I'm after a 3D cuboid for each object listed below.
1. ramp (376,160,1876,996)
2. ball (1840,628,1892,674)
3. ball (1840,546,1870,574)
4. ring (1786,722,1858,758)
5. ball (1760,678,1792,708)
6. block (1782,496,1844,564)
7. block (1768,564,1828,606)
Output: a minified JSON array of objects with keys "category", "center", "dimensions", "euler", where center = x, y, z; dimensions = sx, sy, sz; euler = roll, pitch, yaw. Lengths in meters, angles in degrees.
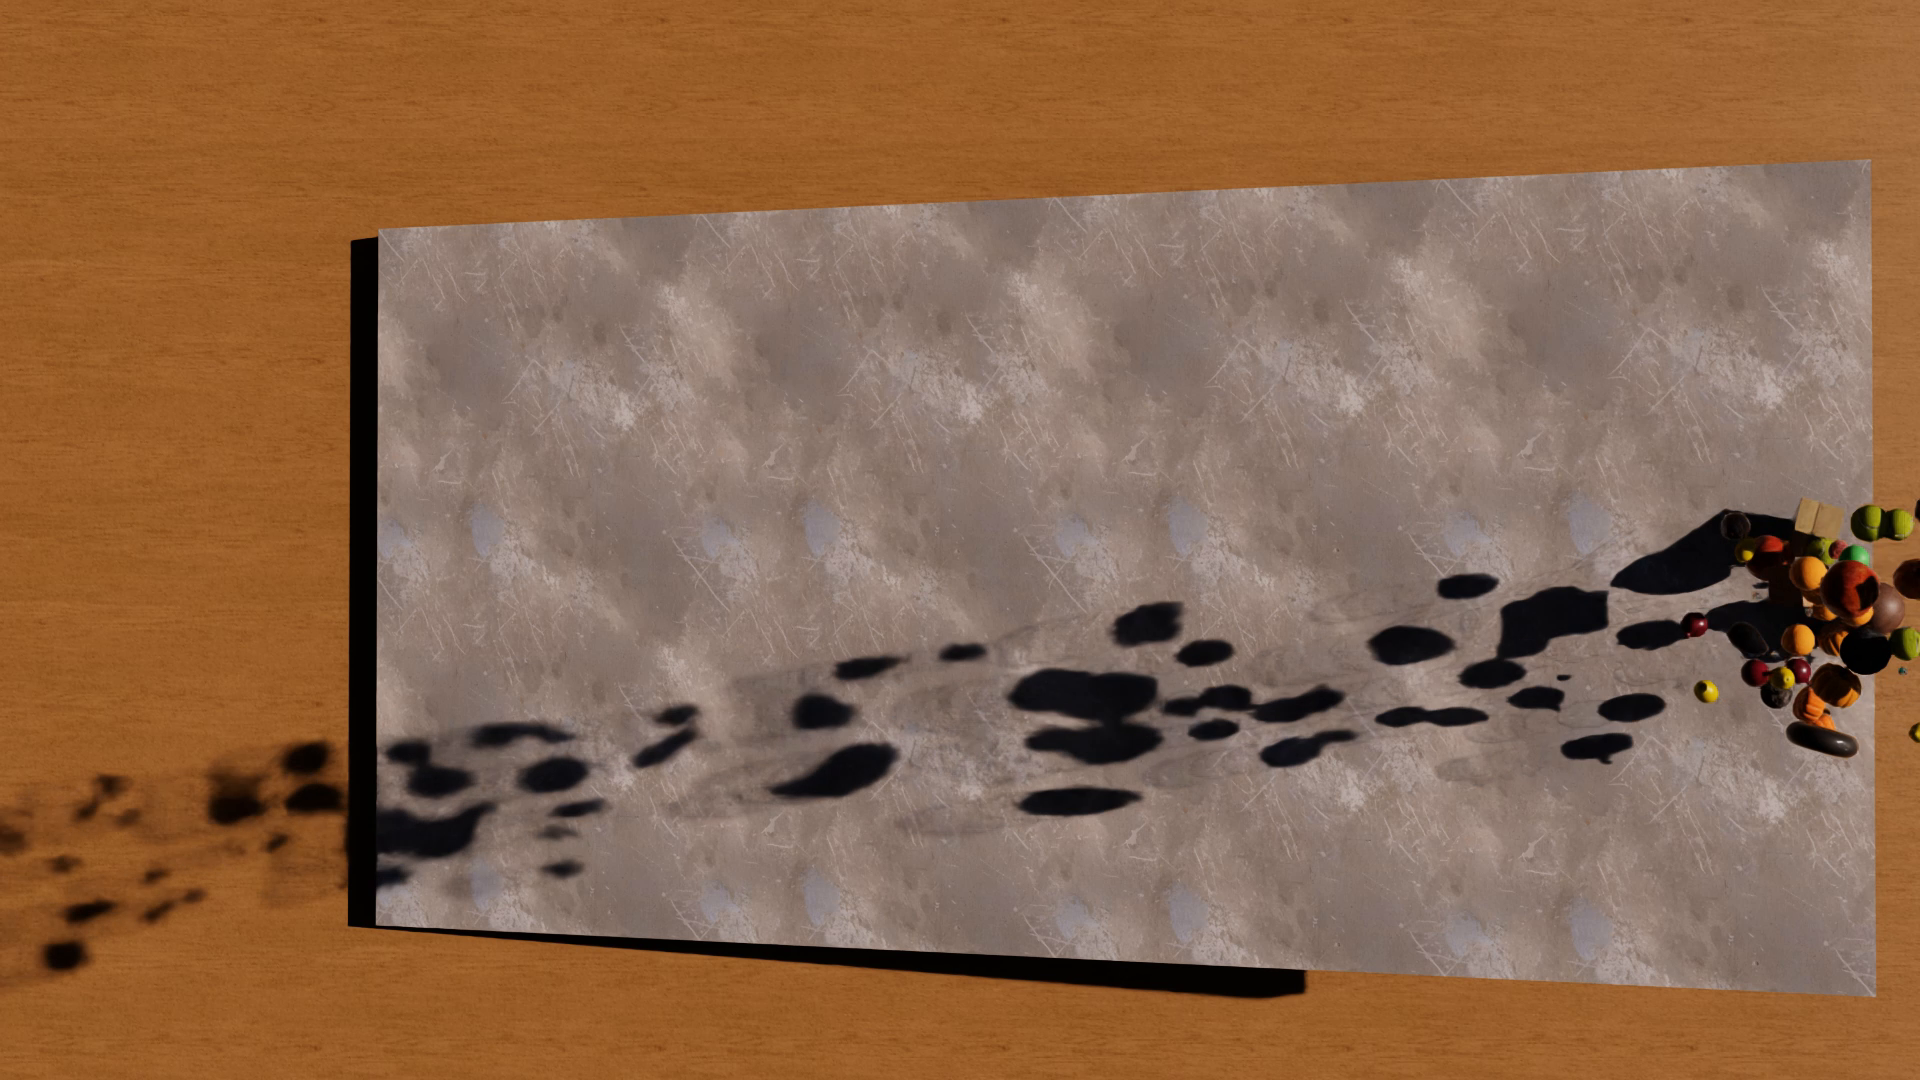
[{"category":"ramp","center":[0.267,0.097,5.831],"dimensions":[4.000,0.100,2.000],"euler":[0,89,15]},{"category":"ball","center":[1.717,0.211,4.171],"dimensions":[0.090,0.090,0.090],"euler":[0,89,0]},{"category":"ball","center":[2.019,0.044,4.964],"dimensions":[0.063,0.063,0.063],"euler":[0,89,0]},{"category":"ring","center":[1.754,0.406,4.475],"dimensions":[0.141,0.141,0.047],"euler":[15,93,0]},{"category":"ball","center":[1.914,0.360,5.156],"dimensions":[0.070,0.070,0.070],"euler":[0,89,0]},{"category":"block","center":[2.027,-0.022,5.222],"dimensions":[0.099,0.099,0.099],"euler":[19,60,15]},{"category":"block","center":[1.923,0.104,5.044],"dimensions":[0.092,0.092,0.092],"euler":[0,90,-33]}]
